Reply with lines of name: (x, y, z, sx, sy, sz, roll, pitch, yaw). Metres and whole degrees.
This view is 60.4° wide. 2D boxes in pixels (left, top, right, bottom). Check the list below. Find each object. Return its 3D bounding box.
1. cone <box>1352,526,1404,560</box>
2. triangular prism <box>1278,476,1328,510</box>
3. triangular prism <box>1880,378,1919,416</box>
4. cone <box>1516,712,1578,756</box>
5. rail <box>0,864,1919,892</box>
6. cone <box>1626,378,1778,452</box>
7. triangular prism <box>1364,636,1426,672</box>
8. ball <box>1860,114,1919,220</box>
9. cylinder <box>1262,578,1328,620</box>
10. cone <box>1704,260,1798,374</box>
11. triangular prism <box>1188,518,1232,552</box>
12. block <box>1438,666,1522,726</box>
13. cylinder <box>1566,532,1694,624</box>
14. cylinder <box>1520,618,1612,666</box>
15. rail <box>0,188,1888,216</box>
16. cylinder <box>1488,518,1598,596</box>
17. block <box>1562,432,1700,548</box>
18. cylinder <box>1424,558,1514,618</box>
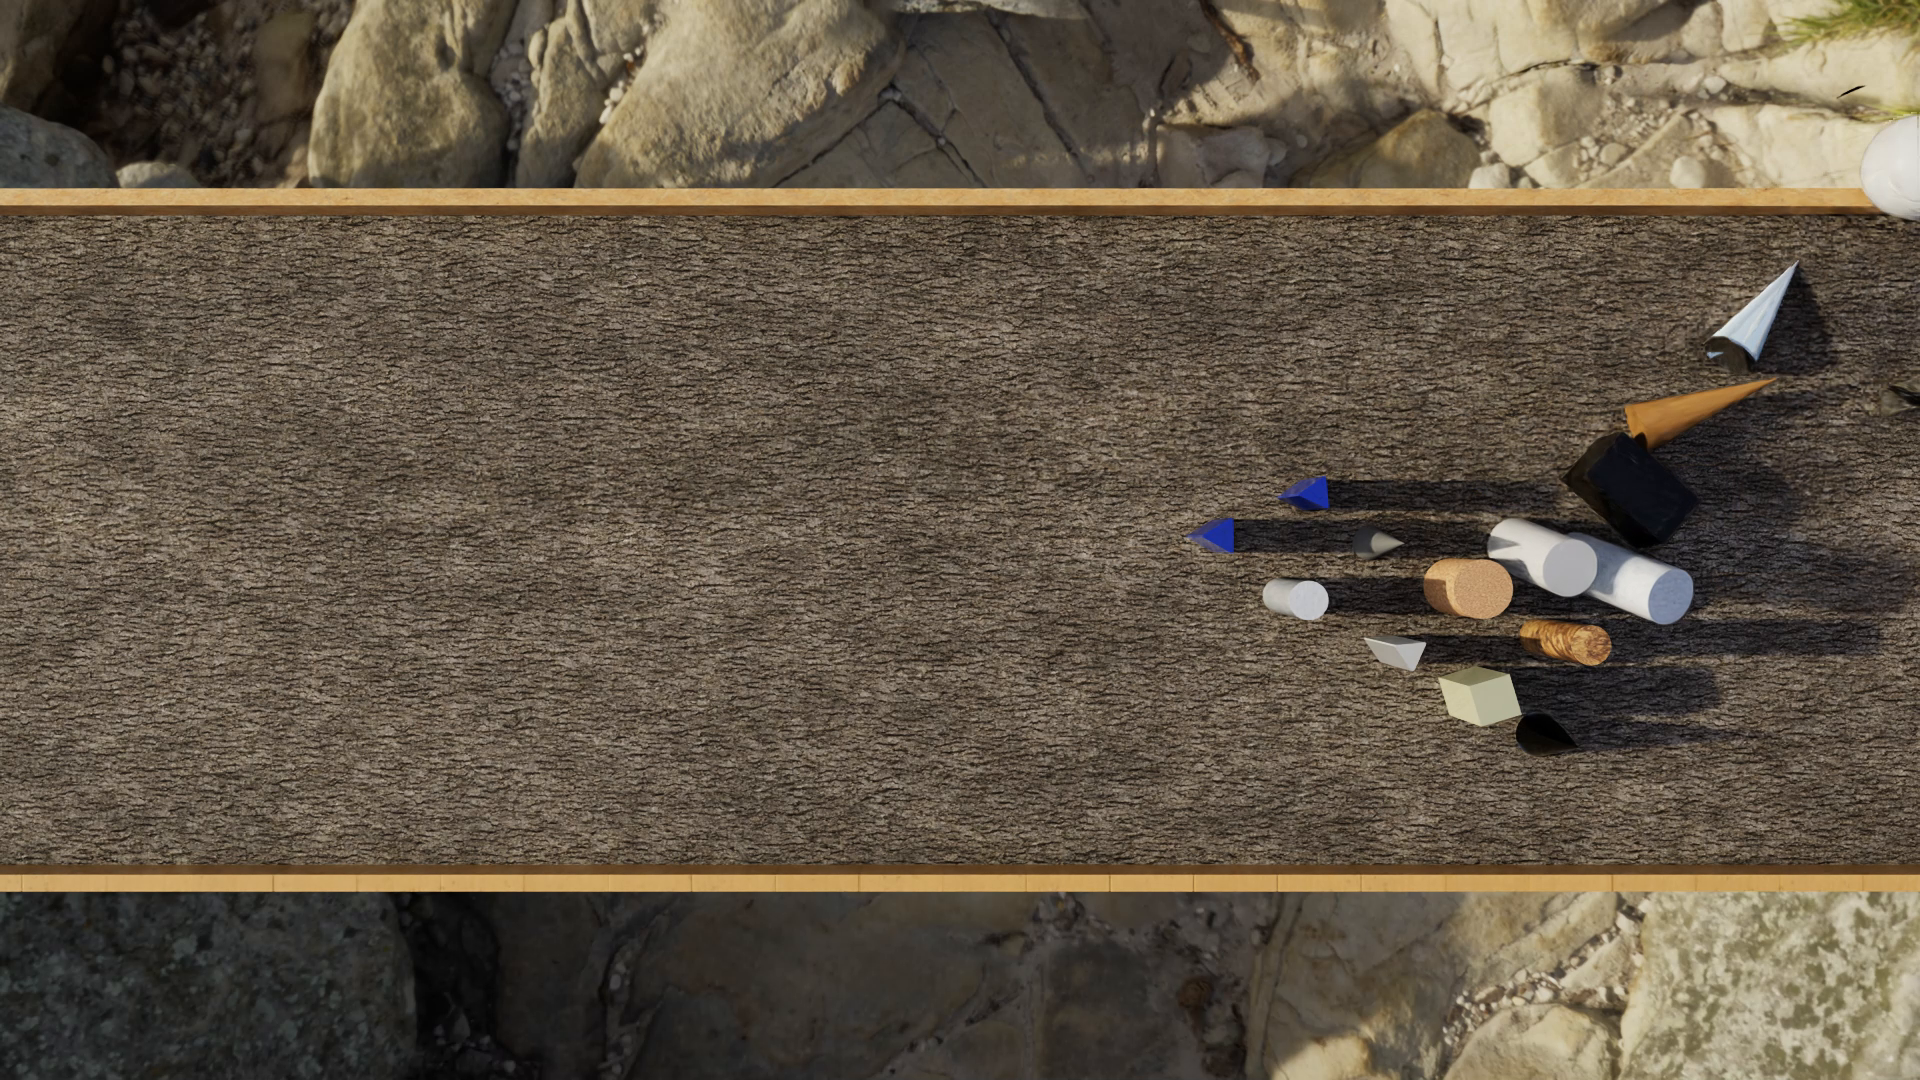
cone: (1.260, 0.009, 4.873, 0.105, 0.406, 0.105, 0, 90, 0)
triangular prism: (1.034, -0.147, 4.910, 0.092, 0.333, 0.080, 25, 90, 0)
triangular prism: (2.883, -0.455, 4.882, 0.089, 0.376, 0.077, -30, 91, -13)
cone: (1.781, 0.597, 4.909, 0.140, 0.334, 0.140, 0, 90, 0)
rail: (-2.247, 1.025, 5.001, 12.000, 0.150, 0.050, 0, 90, 0)
cone: (2.251, -0.411, 4.964, 0.434, 0.157, 0.157, -20, 90, 9)
triangular prism: (1.301, 0.317, 4.896, 0.077, 0.360, 0.089, -35, 90, 0)
ball: (2.777, -1.081, 4.779, 0.300, 0.300, 0.300, 0, 90, 0)
cylinder: (0.988, 0.171, 4.873, 0.112, 0.407, 0.112, 0, 90, 0)
cone: (2.458, -0.712, 5.037, 0.159, 0.159, 0.405, 39, 79, 0)
triangular prism: (0.761, -0.024, 4.905, 0.099, 0.343, 0.086, 29, 90, 0)
block: (1.547, 0.463, 4.921, 0.122, 0.311, 0.122, -17, 90, 0)
cylinder: (1.943, 0.108, 4.862, 0.168, 0.397, 0.168, -7, 108, -22)
cylinder: (1.778, 0.297, 4.861, 0.113, 0.431, 0.113, 0, 90, 0)
rail: (-2.247, -1.025, 5.002, 12.000, 0.150, 0.050, 0, 90, 0)
cylinder: (1.721, 0.047, 4.887, 0.168, 0.350, 0.168, -2, 101, -8)
block: (2.023, -0.150, 4.982, 0.309, 0.175, 0.175, 42, 85, 0)
cylinder: (1.512, 0.142, 4.920, 0.172, 0.313, 0.172, 0, 90, 0)
